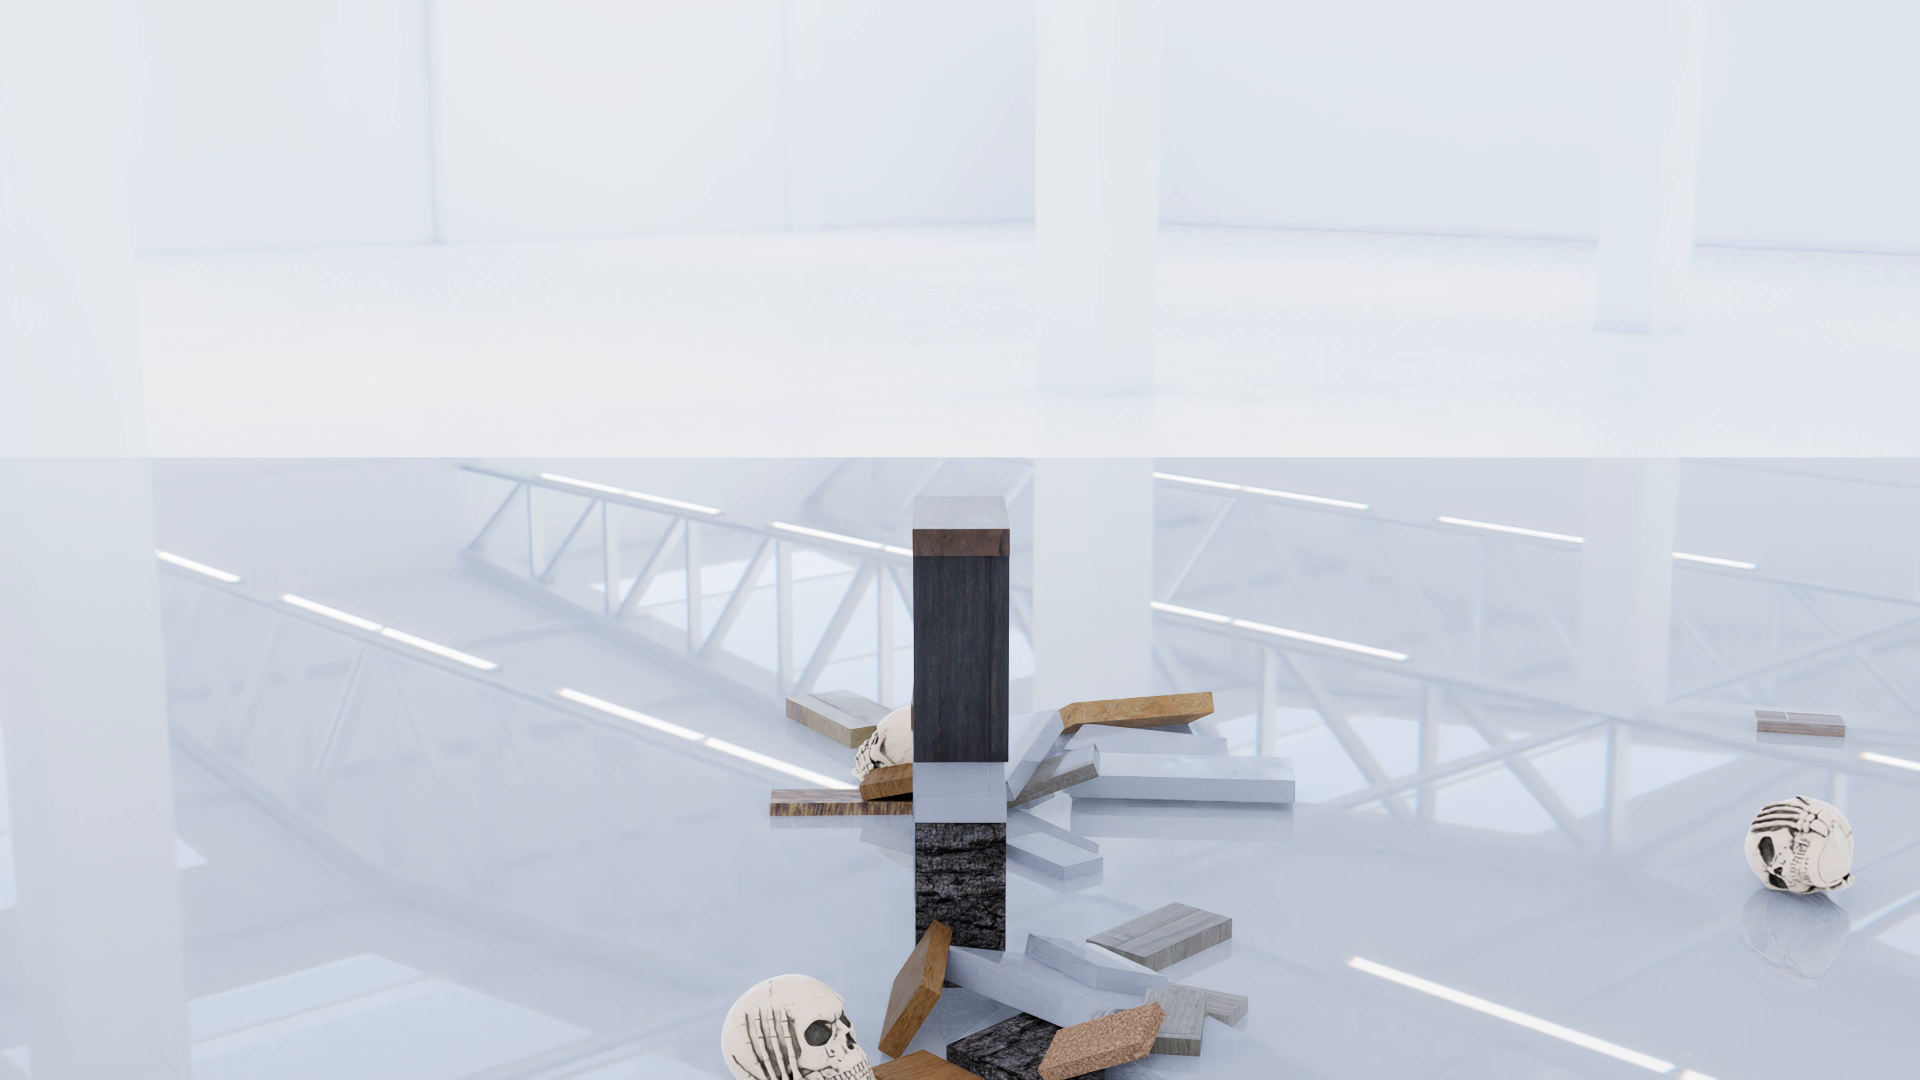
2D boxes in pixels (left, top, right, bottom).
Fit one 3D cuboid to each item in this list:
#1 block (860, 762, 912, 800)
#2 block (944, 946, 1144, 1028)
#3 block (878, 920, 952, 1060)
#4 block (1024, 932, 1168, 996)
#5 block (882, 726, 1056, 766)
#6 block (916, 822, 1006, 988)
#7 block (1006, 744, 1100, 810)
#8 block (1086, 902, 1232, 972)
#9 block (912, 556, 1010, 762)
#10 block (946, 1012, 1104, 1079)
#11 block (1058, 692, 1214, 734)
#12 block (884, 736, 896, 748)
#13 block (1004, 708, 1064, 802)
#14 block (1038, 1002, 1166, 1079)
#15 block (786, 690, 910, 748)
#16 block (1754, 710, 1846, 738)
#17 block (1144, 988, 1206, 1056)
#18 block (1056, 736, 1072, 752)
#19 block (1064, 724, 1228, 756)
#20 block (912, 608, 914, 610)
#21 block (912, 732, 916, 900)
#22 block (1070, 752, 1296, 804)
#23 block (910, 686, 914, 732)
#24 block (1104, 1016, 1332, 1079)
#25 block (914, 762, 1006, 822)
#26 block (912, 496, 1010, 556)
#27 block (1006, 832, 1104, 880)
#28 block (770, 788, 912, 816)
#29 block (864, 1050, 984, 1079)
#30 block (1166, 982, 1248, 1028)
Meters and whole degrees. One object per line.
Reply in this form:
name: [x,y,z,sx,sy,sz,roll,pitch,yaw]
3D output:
block: [-0.078,0.442,4.122,0.204,0.029,0.102,-11,9,12]
block: [0.154,0.641,3.081,0.172,0.049,0.345,15,-4,-40]
block: [-0.062,0.635,3.120,0.032,0.112,0.251,32,11,-3]
block: [0.194,0.613,3.168,0.113,0.032,0.225,14,-3,-24]
block: [0.019,0.426,4.381,0.309,0.044,0.154,4,18,21]
block: [0.001,0.531,3.260,0.133,0.265,0.038,0,11,-2]
block: [0.163,0.446,4.133,0.202,0.029,0.101,-21,14,11]
block: [0.311,0.620,3.421,0.113,0.032,0.225,9,14,42]
block: [0.002,0.175,3.348,0.145,0.327,0.041,0,10,-1]
block: [0.276,0.729,2.788,0.648,0.049,0.172,10,14,42]
block: [0.359,0.364,4.609,0.309,0.044,0.154,-3,-13,-17]
block: [-0.092,0.421,4.534,0.122,0.017,0.061,1,11,5]
block: [0.080,0.418,4.203,0.149,0.042,0.298,-12,17,26]
block: [0.181,0.642,2.807,0.160,0.023,0.080,-25,16,33]
block: [-0.237,0.379,4.688,0.149,0.042,0.298,-6,12,-30]
block: [1.784,0.390,4.677,0.175,0.025,0.087,3,11,15]
block: [0.277,0.628,2.868,0.080,0.023,0.160,2,11,9]
block: [0.217,0.421,4.531,0.122,0.017,0.061,-1,11,-7]
block: [0.371,0.426,4.389,0.298,0.042,0.149,4,17,19]
block: [-0.020,0.155,3.728,0.095,0.027,0.191,1,-32,7]
block: [-0.003,0.446,3.628,0.149,0.298,0.042,0,11,0]
block: [0.424,0.452,4.197,0.419,0.044,0.154,1,11,5]
block: [-0.004,0.259,3.695,0.149,0.042,0.298,0,11,1]
block: [0.353,0.690,2.731,0.172,0.049,0.345,-7,13,-33]
block: [0.001,0.367,3.313,0.133,0.038,0.265,0,10,0]
block: [0.000,-0.023,3.407,0.145,0.041,0.290,0,11,-1]
block: [0.159,0.549,3.823,0.087,0.025,0.175,-8,13,-36]
block: [-0.200,0.492,4.130,0.309,0.025,0.087,0,11,-2]
block: [-0.021,0.724,2.870,0.102,0.029,0.204,-9,14,-40]
block: [0.326,0.670,3.175,0.160,0.023,0.080,5,12,27]
